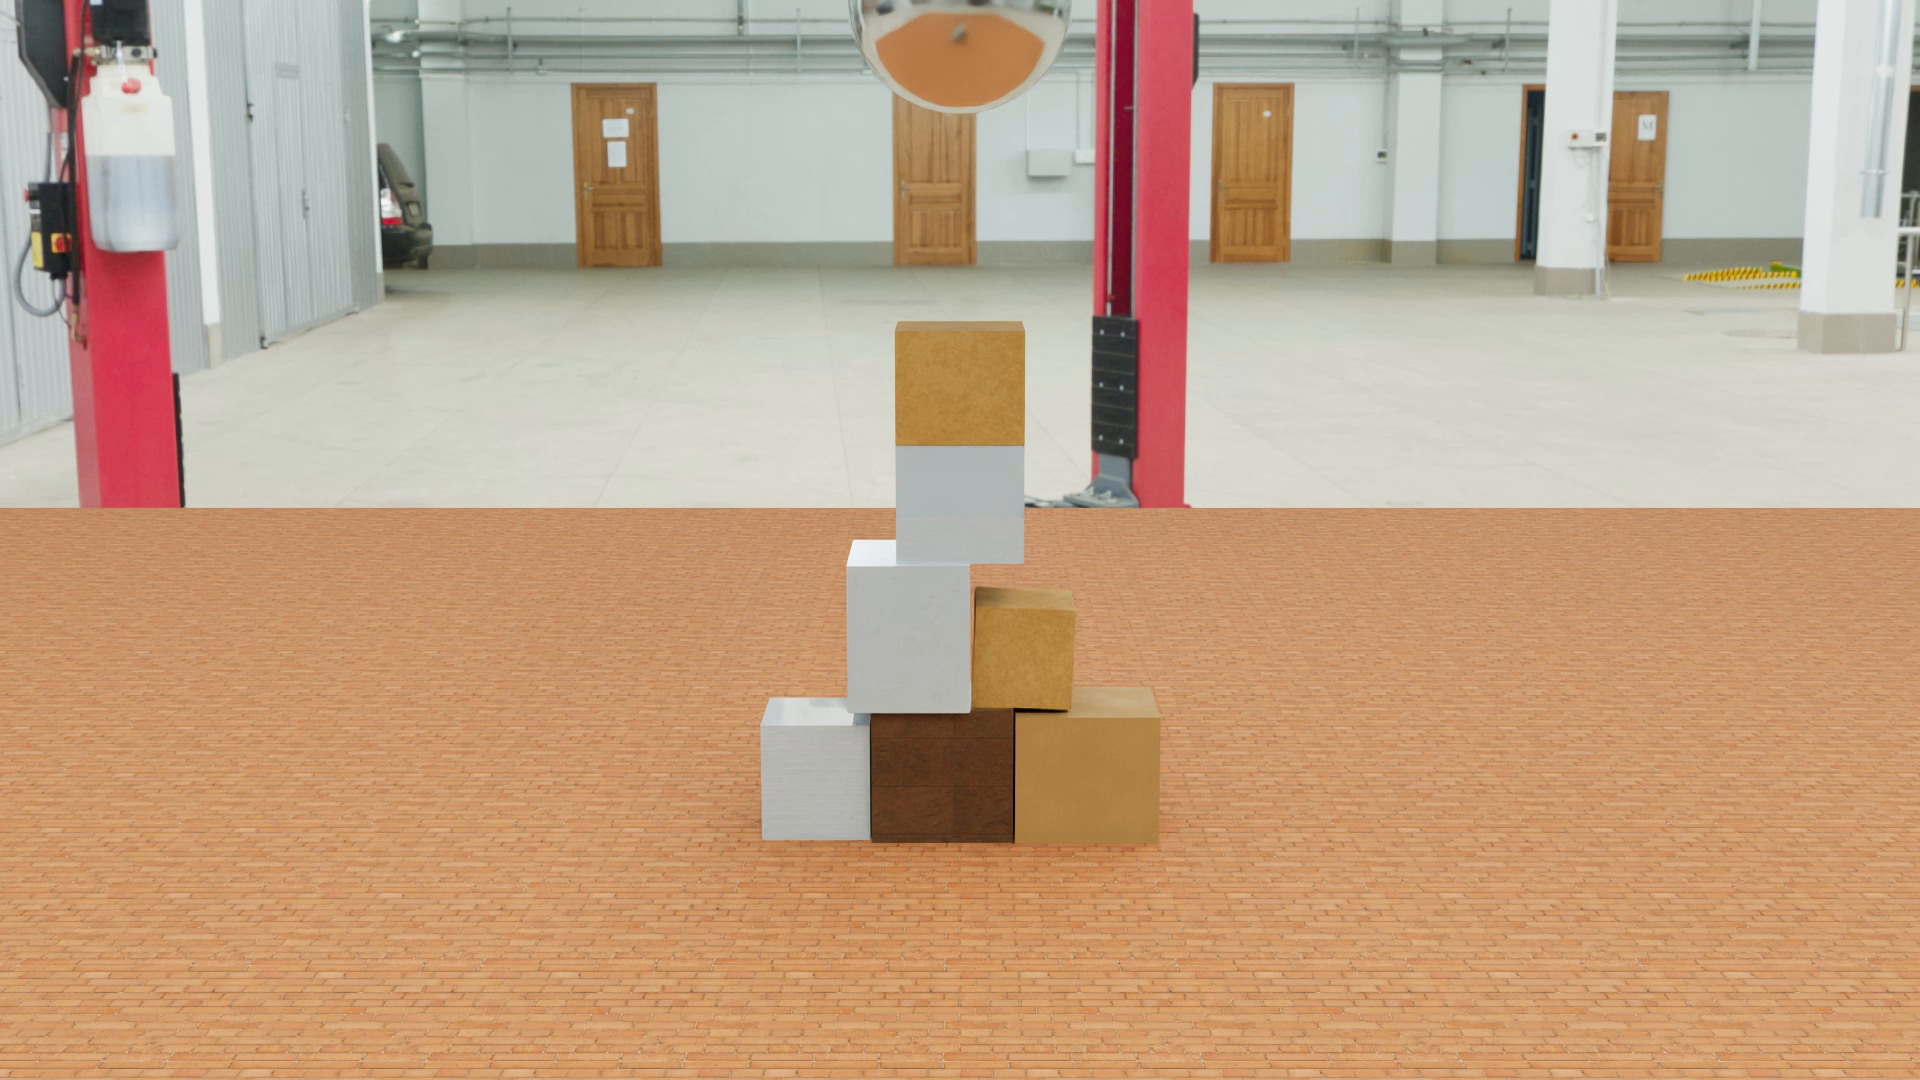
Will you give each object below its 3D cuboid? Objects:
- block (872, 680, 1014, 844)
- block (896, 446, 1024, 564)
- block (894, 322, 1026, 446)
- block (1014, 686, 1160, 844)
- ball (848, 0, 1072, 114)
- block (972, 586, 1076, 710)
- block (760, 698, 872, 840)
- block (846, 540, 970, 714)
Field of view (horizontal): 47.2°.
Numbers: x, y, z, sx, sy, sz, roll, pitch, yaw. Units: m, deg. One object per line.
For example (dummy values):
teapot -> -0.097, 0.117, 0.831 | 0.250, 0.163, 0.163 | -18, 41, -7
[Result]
block -> -0.089, 1.139, 11.375 | 0.713, 0.689, 0.622 | 0, 10, 0
block -> 0.000, -0.231, 11.152 | 0.634, 0.594, 0.639 | 0, 10, 0
block -> 0.000, -0.793, 11.025 | 0.635, 0.558, 0.602 | 0, 10, 0
block -> 0.642, 1.156, 11.375 | 0.727, 0.656, 0.632 | 0, 10, 0
ball -> 0.000, -3.856, 15.719 | 1.600, 1.600, 1.600 | 0, 10, 0
block -> 0.319, 0.549, 11.274 | 0.501, 0.512, 0.511 | 2, 10, 0
block -> -0.730, 1.179, 11.397 | 0.550, 0.602, 0.559 | 0, 10, 0
block -> -0.255, 0.431, 11.257 | 0.609, 0.746, 0.727 | 0, 10, 0
